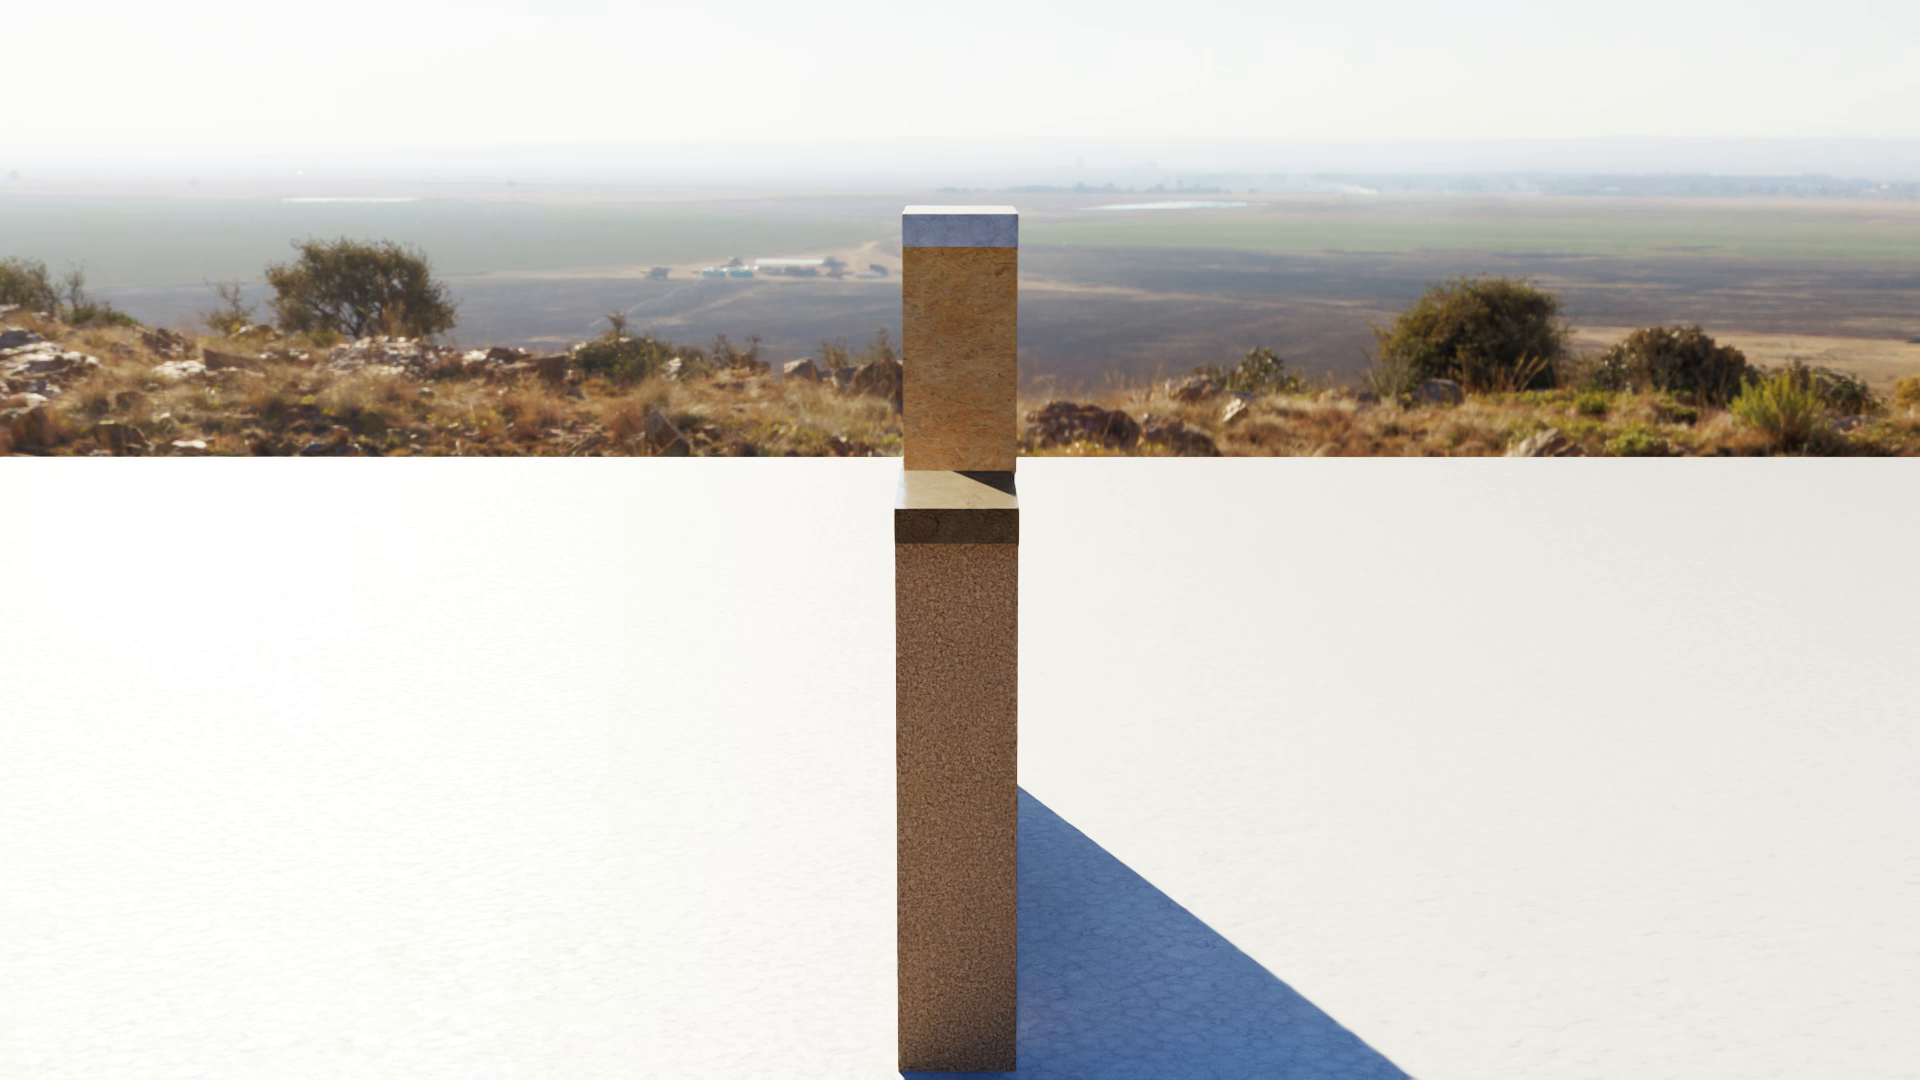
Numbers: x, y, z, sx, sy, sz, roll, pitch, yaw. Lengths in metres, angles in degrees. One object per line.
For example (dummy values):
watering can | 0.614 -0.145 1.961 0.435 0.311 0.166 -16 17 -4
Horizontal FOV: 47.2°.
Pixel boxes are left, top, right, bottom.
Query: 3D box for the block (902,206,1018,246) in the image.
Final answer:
block | 0.000 -0.484 3.382 0.170 0.048 0.340 0 11 0

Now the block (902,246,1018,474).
block | 0.000 -0.272 3.306 0.170 0.340 0.048 0 11 0

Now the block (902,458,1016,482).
block | -0.003 -0.111 3.501 0.173 0.049 0.346 0 11 0

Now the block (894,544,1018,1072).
block | -0.004 0.355 2.931 0.160 0.732 0.045 0 11 0

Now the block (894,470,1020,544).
block | -0.005 -0.047 2.964 0.160 0.045 0.320 0 10 0
